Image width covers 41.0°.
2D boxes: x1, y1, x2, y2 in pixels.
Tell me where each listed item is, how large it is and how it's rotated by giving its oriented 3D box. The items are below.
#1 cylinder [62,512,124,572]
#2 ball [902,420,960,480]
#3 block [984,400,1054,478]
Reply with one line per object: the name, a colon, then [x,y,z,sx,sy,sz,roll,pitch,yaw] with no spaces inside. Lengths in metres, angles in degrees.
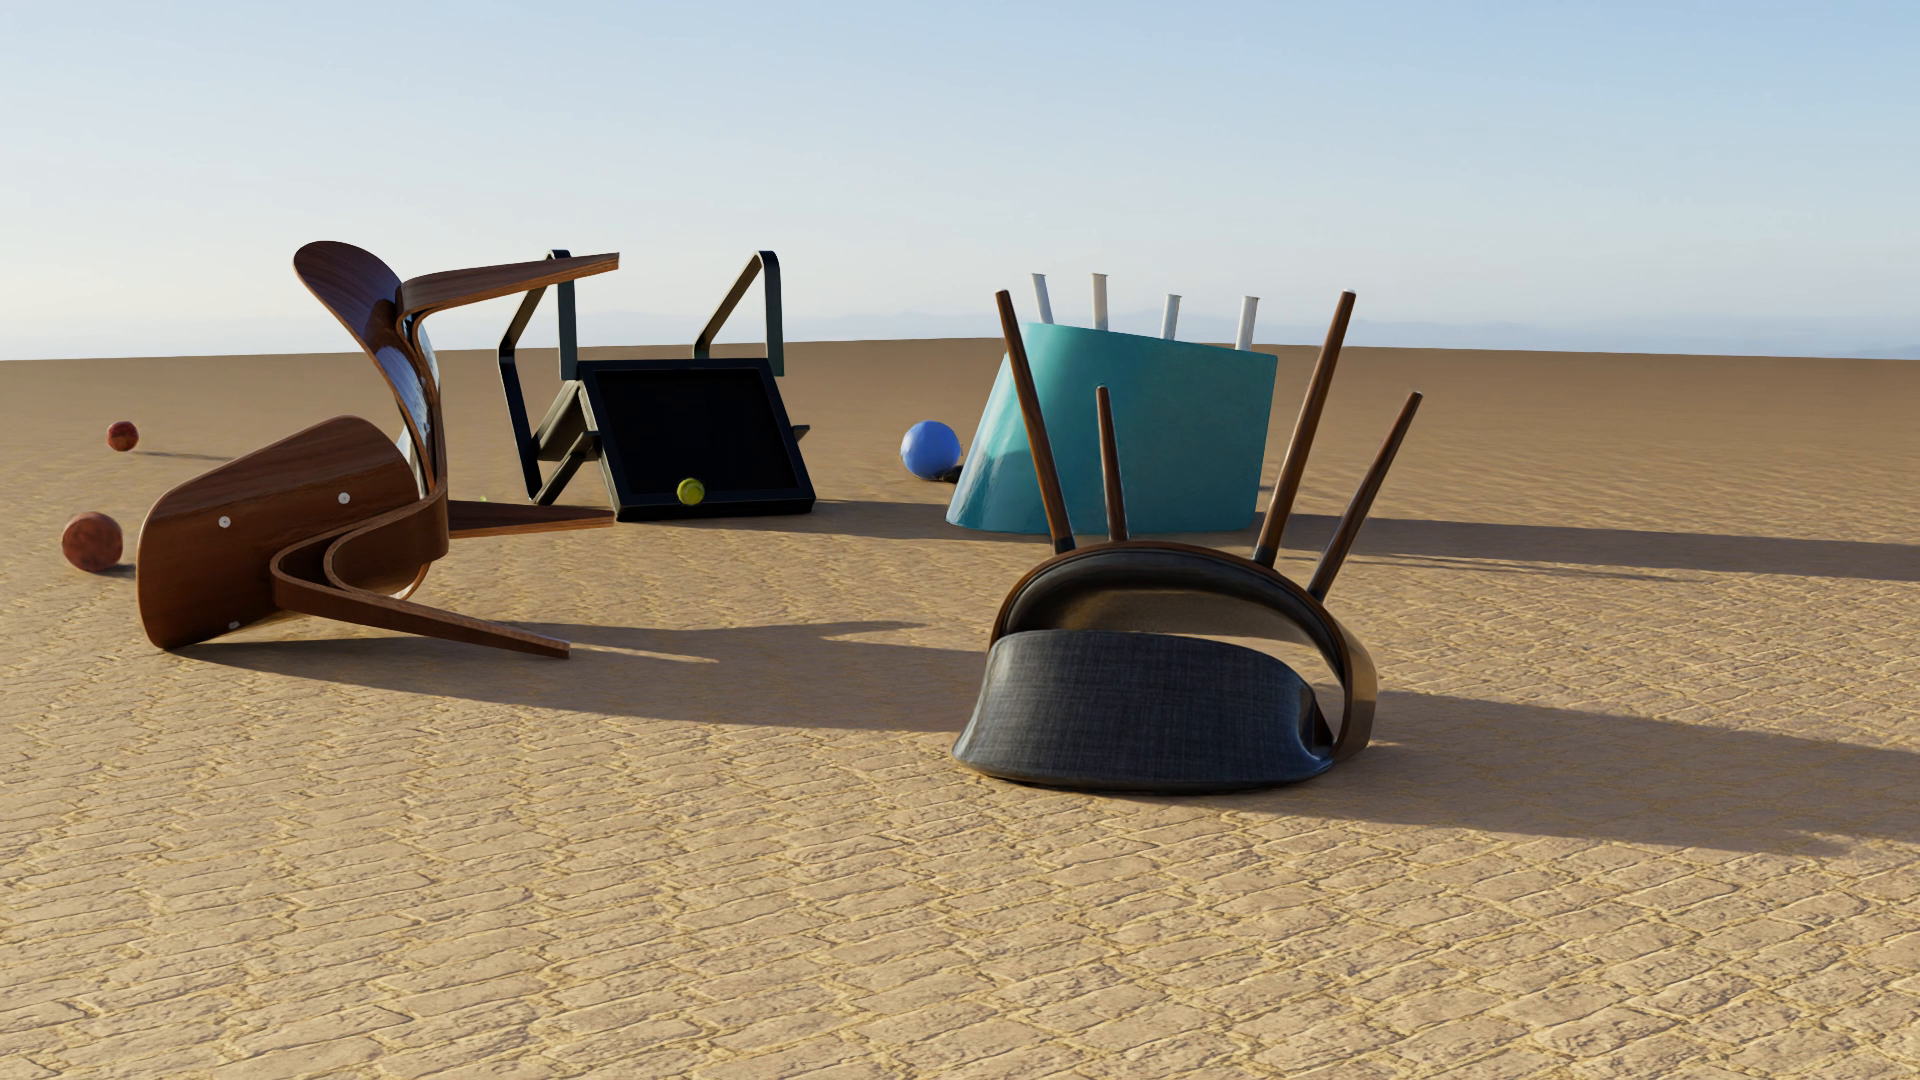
cylinder: [-1.954,0.004,5.784,0.131,0.120,0.164,24,-2,-18]
ball: [-0.095,-0.292,8.307,0.192,0.192,0.192,0,6,0]
block: [0.196,-0.332,8.447,0.105,0.224,0.236,19,11,16]
